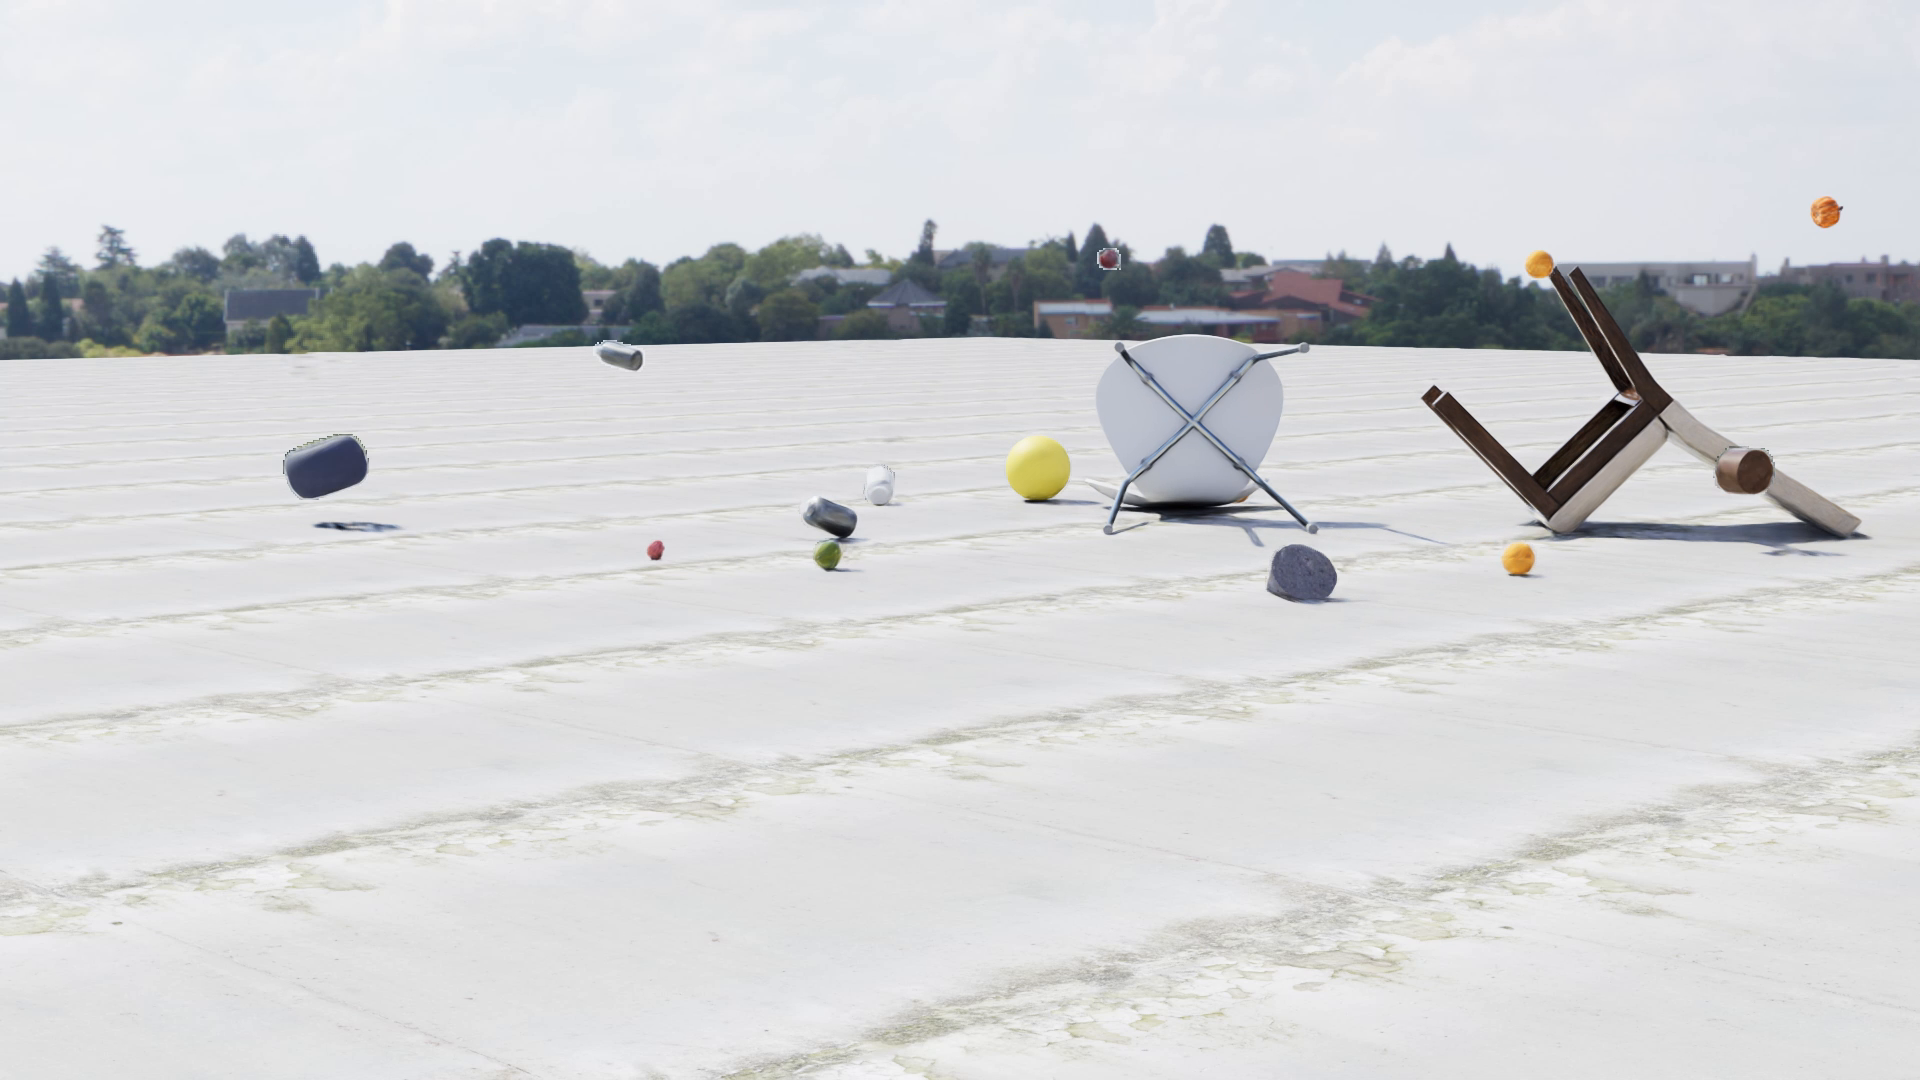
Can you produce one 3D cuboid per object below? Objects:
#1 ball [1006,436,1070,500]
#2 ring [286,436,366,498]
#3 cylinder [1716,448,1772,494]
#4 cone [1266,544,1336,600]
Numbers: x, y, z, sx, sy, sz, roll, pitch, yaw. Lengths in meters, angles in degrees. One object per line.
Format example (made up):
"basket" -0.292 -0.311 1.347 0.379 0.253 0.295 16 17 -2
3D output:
"ball" 0.229 -0.211 7.526 0.192 0.192 0.192 0 6 0
"ring" -1.685 -0.194 6.822 0.192 0.129 0.261 -27 13 -39
"cylinder" 1.894 -0.166 6.194 0.112 0.106 0.074 -36 17 -19
"cone" 0.672 0.085 5.310 0.149 0.114 0.179 16 -18 -16
